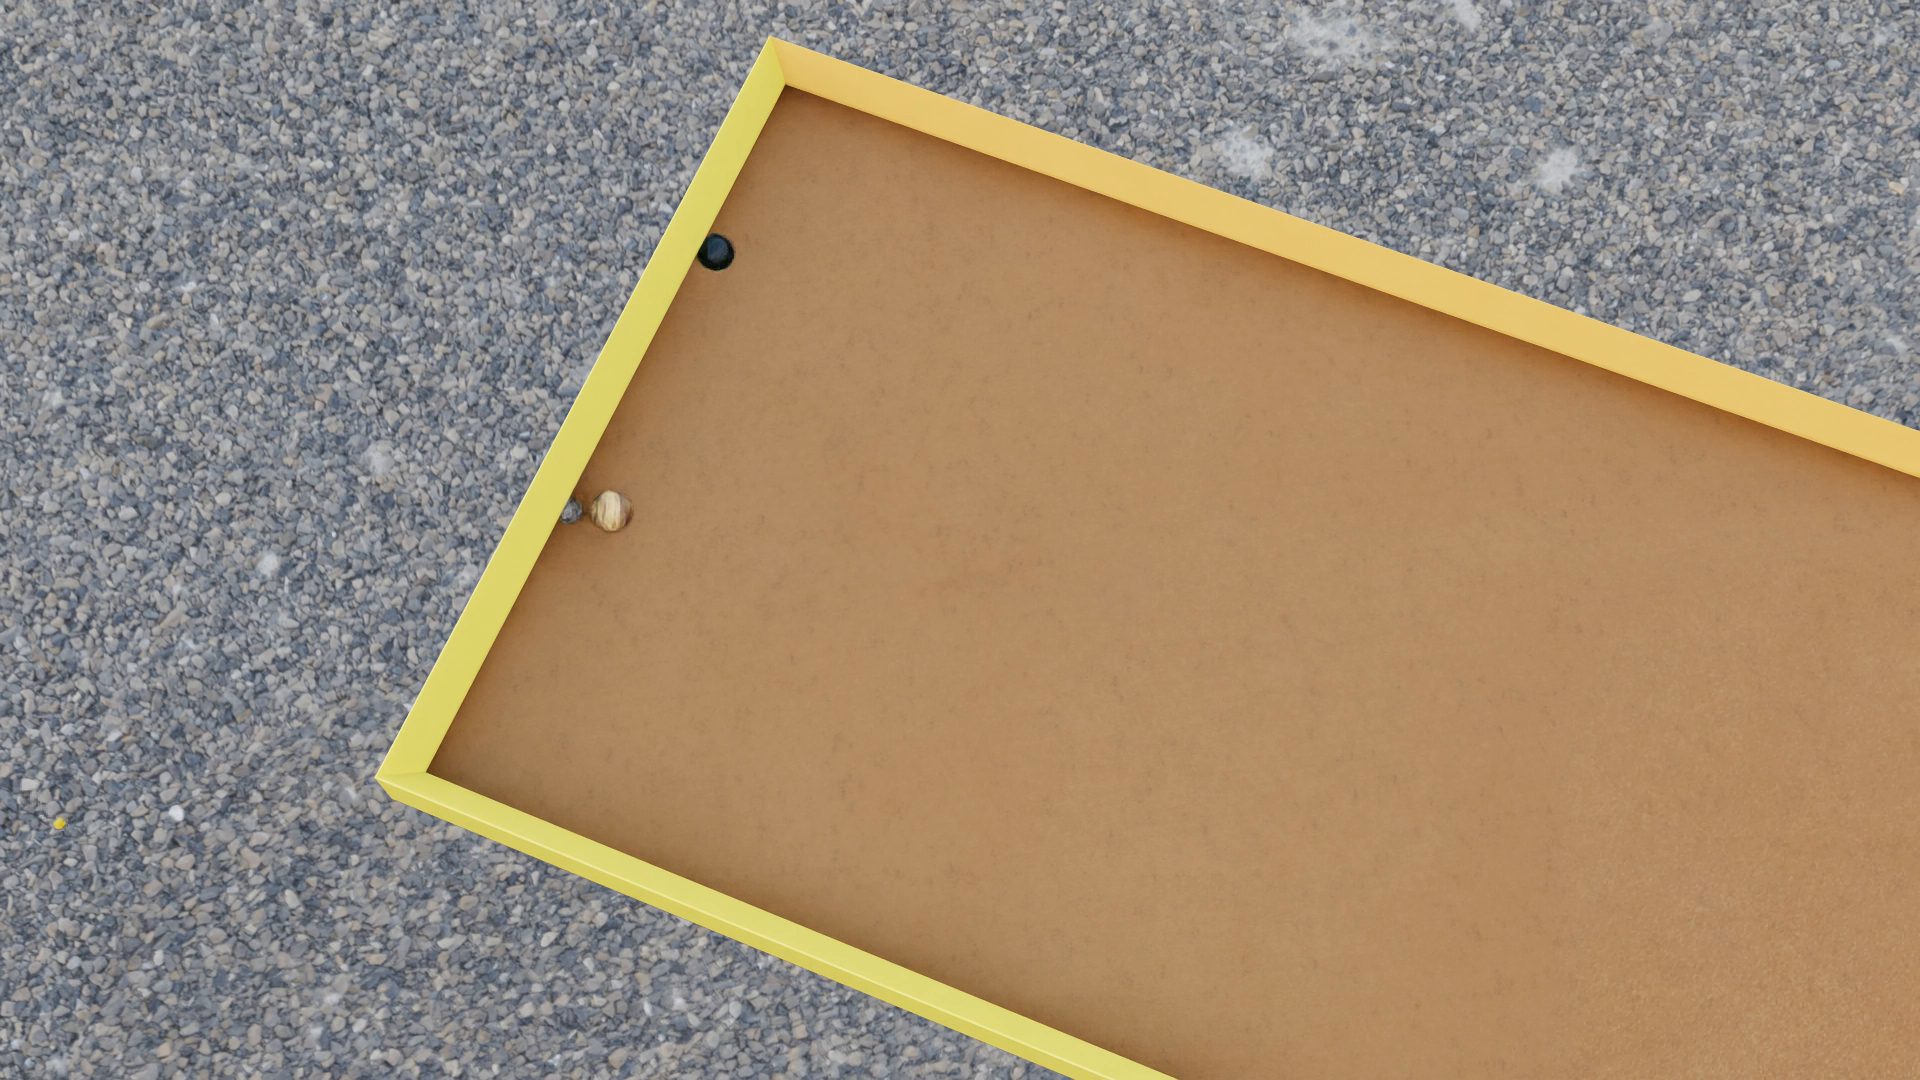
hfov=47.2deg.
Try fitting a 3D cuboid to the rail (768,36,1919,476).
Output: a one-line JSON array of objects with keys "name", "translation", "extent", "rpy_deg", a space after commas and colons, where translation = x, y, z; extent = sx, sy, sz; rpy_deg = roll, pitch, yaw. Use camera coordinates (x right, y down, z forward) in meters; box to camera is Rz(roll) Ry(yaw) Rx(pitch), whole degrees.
[{"name": "rail", "translation": [0.864, -0.379, 3.650], "extent": [2.597, 0.112, 0.045], "rpy_deg": [21, 69, 8]}]

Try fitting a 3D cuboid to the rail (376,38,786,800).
[{"name": "rail", "translation": [-0.579, -0.229, 3.587], "extent": [0.045, 0.112, 1.439], "rpy_deg": [21, 69, 8]}]

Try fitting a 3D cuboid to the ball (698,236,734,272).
[{"name": "ball", "translation": [-0.414, -0.485, 3.724], "extent": [0.062, 0.062, 0.062], "rpy_deg": [0, 67, 0]}]

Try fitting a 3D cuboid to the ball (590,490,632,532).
[{"name": "ball", "translation": [-0.561, -0.047, 3.536], "extent": [0.065, 0.065, 0.065], "rpy_deg": [0, 67, 0]}]

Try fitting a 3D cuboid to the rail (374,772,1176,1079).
[{"name": "rail", "translation": [0.338, 0.808, 3.146], "extent": [2.597, 0.112, 0.045], "rpy_deg": [21, 69, 8]}]

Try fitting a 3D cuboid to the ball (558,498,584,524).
[{"name": "ball", "translation": [-0.629, -0.047, 3.549], "extent": [0.041, 0.041, 0.041], "rpy_deg": [0, 67, 0]}]

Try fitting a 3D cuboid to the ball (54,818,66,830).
[{"name": "ball", "translation": [-7.177, 2.266, 17.536], "extent": [0.086, 0.086, 0.086], "rpy_deg": [0, 67, 0]}]
